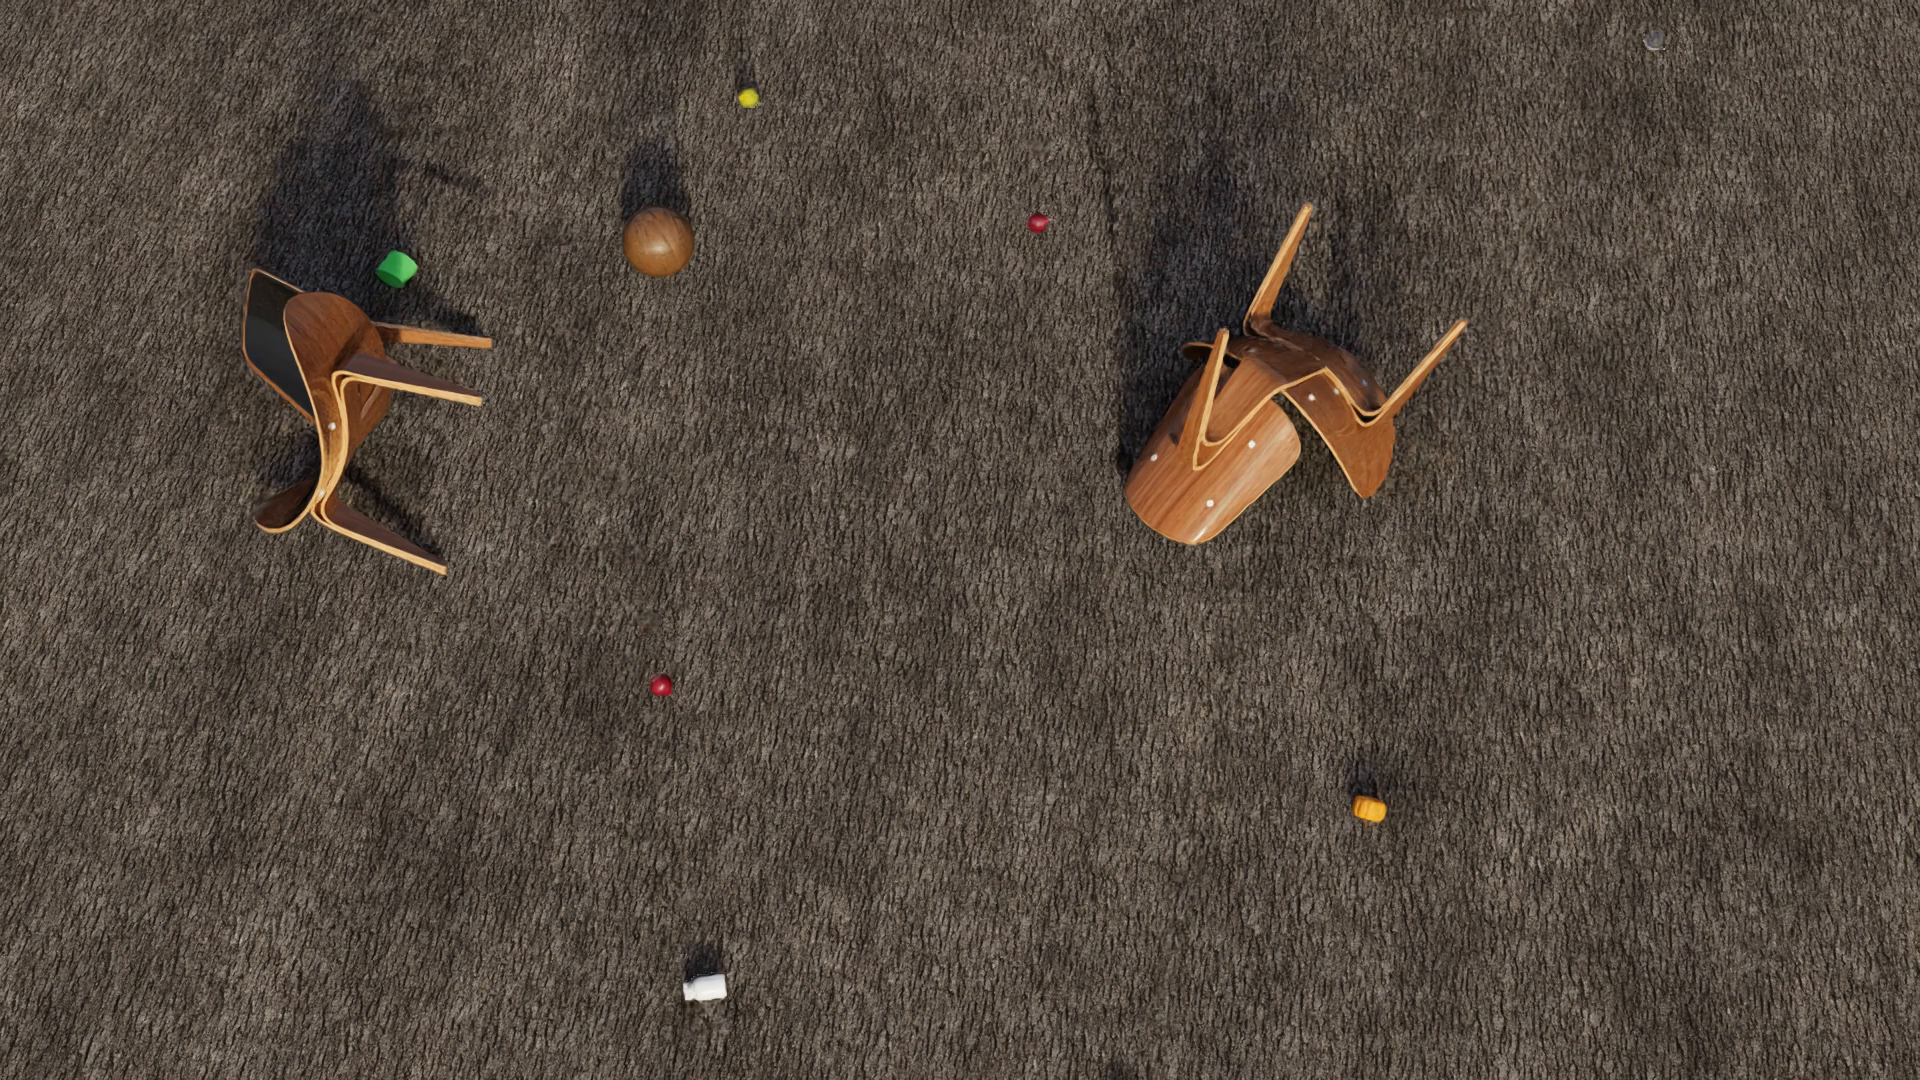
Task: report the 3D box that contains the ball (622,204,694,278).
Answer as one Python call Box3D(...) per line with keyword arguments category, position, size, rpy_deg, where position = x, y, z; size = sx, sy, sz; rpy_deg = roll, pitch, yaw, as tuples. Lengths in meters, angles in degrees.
Box3D(category="ball", position=(-0.971, -0.963, 7.080), size=(0.232, 0.232, 0.232), rpy_deg=(0, 56, 0))

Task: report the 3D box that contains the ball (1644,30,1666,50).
Box3D(category="ball", position=(2.189, -1.574, 6.929), size=(0.064, 0.064, 0.064), rpy_deg=(0, 56, 0))
